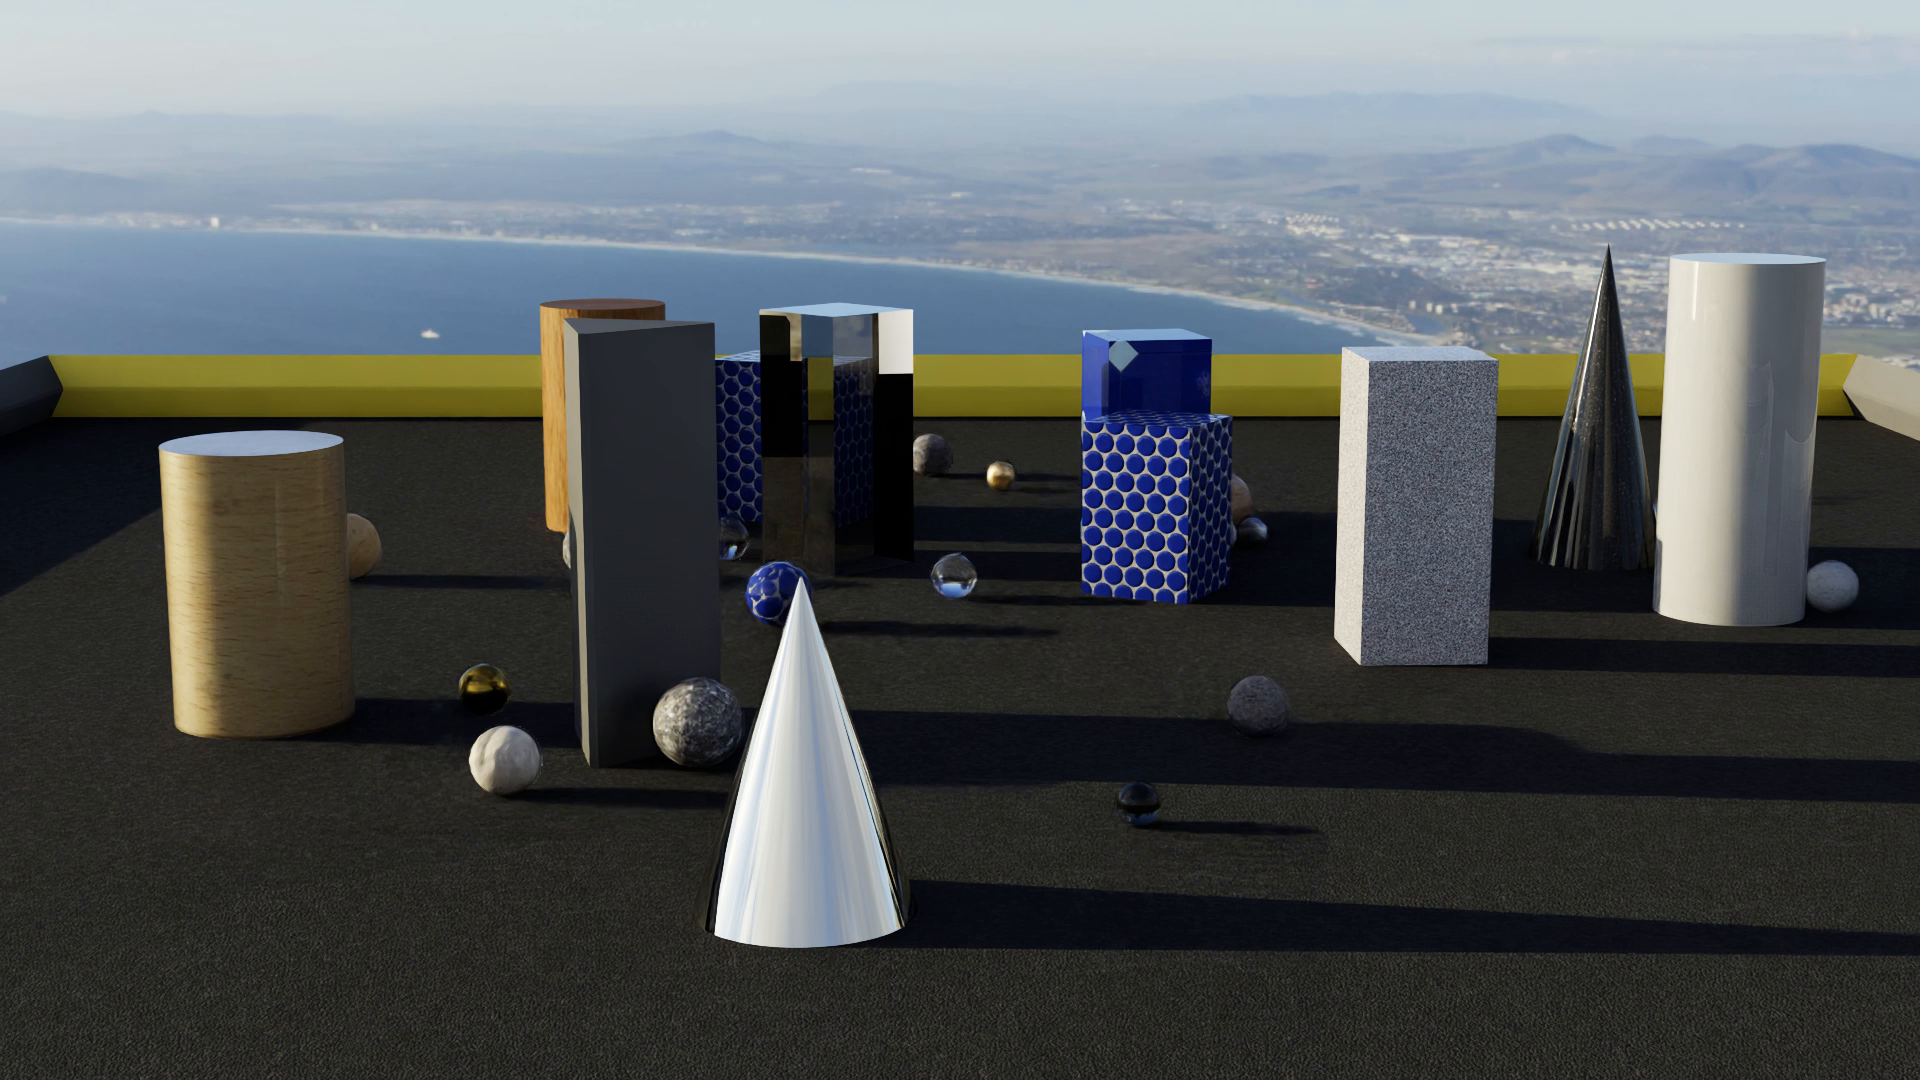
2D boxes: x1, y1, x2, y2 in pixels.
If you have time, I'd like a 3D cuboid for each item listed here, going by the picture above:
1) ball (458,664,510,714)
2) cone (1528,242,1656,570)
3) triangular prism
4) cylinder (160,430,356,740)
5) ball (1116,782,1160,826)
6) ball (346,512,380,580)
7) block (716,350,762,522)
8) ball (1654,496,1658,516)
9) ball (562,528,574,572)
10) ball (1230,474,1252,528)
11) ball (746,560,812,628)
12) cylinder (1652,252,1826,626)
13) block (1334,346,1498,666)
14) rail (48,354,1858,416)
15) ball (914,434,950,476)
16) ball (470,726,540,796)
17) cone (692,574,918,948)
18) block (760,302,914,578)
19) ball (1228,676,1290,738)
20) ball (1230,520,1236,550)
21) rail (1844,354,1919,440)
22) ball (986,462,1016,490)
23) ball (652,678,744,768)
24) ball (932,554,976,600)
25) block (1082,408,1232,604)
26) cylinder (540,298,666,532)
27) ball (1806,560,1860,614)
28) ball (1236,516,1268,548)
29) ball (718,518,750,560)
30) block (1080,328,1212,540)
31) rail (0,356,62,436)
[{"bbox_3d":[-0.541,0.170,2.912,0.057,0.057,0.057,0,10,0],"label":"ball"},{"bbox_3d":[0.950,-0.205,3.800,0.198,0.471,0.198,0,10,0],"label":"cone"},{"bbox_3d":[-0.374,-0.006,2.761,0.171,0.457,0.148,-10,14,-43],"label":"triangular prism"},{"bbox_3d":[-0.785,0.047,2.873,0.198,0.314,0.198,0,10,0],"label":"cylinder"},{"bbox_3d":[0.173,0.256,2.486,0.043,0.043,0.043,0,10,0],"label":"ball"},{"bbox_3d":[-0.878,0.009,3.673,0.096,0.096,0.096,0,10,0],"label":"ball"},{"bbox_3d":[-0.297,-0.170,4.193,0.158,0.260,0.158,5,11,24],"label":"block"},{"bbox_3d":[1.105,-0.037,3.922,0.096,0.096,0.096,0,10,0],"label":"ball"},{"bbox_3d":[-0.523,0.013,3.668,0.090,0.090,0.090,0,10,0],"label":"ball"},{"bbox_3d":[0.402,-0.057,3.969,0.099,0.099,0.099,0,10,0],"label":"ball"},{"bbox_3d":[-0.237,0.071,3.361,0.087,0.087,0.087,0,10,0],"label":"ball"},{"bbox_3d":[1.038,-0.138,3.424,0.198,0.475,0.198,0,10,0],"label":"cylinder"},{"bbox_3d":[0.566,-0.045,3.199,0.158,0.376,0.158,-1,11,-3],"label":"block"},{"bbox_3d":[-0.011,-0.320,5.355,3.792,0.128,0.045,0,10,0],"label":"rail"},{"bbox_3d":[-0.054,-0.153,4.600,0.076,0.076,0.076,0,10,0],"label":"ball"},{"bbox_3d":[-0.460,0.223,2.590,0.071,0.071,0.071,0,10,0],"label":"ball"},{"bbox_3d":[-0.136,0.176,2.215,0.198,0.299,0.198,0,10,0],"label":"cone"},{"bbox_3d":[-0.180,-0.151,3.773,0.158,0.375,0.158,10,15,44],"label":"block"},{"bbox_3d":[0.327,0.182,2.815,0.068,0.068,0.068,0,10,0],"label":"ball"},{"bbox_3d":[0.364,-0.006,3.683,0.067,0.067,0.067,0,10,0],"label":"ball"},{"bbox_3d":[1.872,0.031,3.459,0.045,0.128,3.924,0,10,0],"label":"rail"},{"bbox_3d":[0.071,-0.111,4.450,0.050,0.050,0.050,0,10,0],"label":"ball"},{"bbox_3d":[-0.275,0.192,2.688,0.095,0.095,0.095,0,10,0],"label":"ball"},{"bbox_3d":[-0.008,0.051,3.541,0.063,0.063,0.063,0,10,0],"label":"ball"},{"bbox_3d":[0.276,-0.050,3.593,0.158,0.242,0.158,5,12,27],"label":"block"},{"bbox_3d":[-0.566,-0.200,4.092,0.198,0.354,0.198,0,10,0],"label":"cylinder"},{"bbox_3d":[1.172,0.063,3.450,0.071,0.071,0.071,0,10,0],"label":"ball"},{"bbox_3d":[0.444,-0.011,3.911,0.049,0.049,0.049,0,10,0],"label":"ball"},{"bbox_3d":[-0.346,-0.001,3.815,0.065,0.065,0.065,0,10,0],"label":"ball"},{"bbox_3d":[0.281,-0.150,3.904,0.158,0.325,0.158,-2,11,-12],"label":"block"},{"bbox_3d":[-1.872,0.035,3.438,0.045,0.128,3.924,0,10,0],"label":"rail"}]
